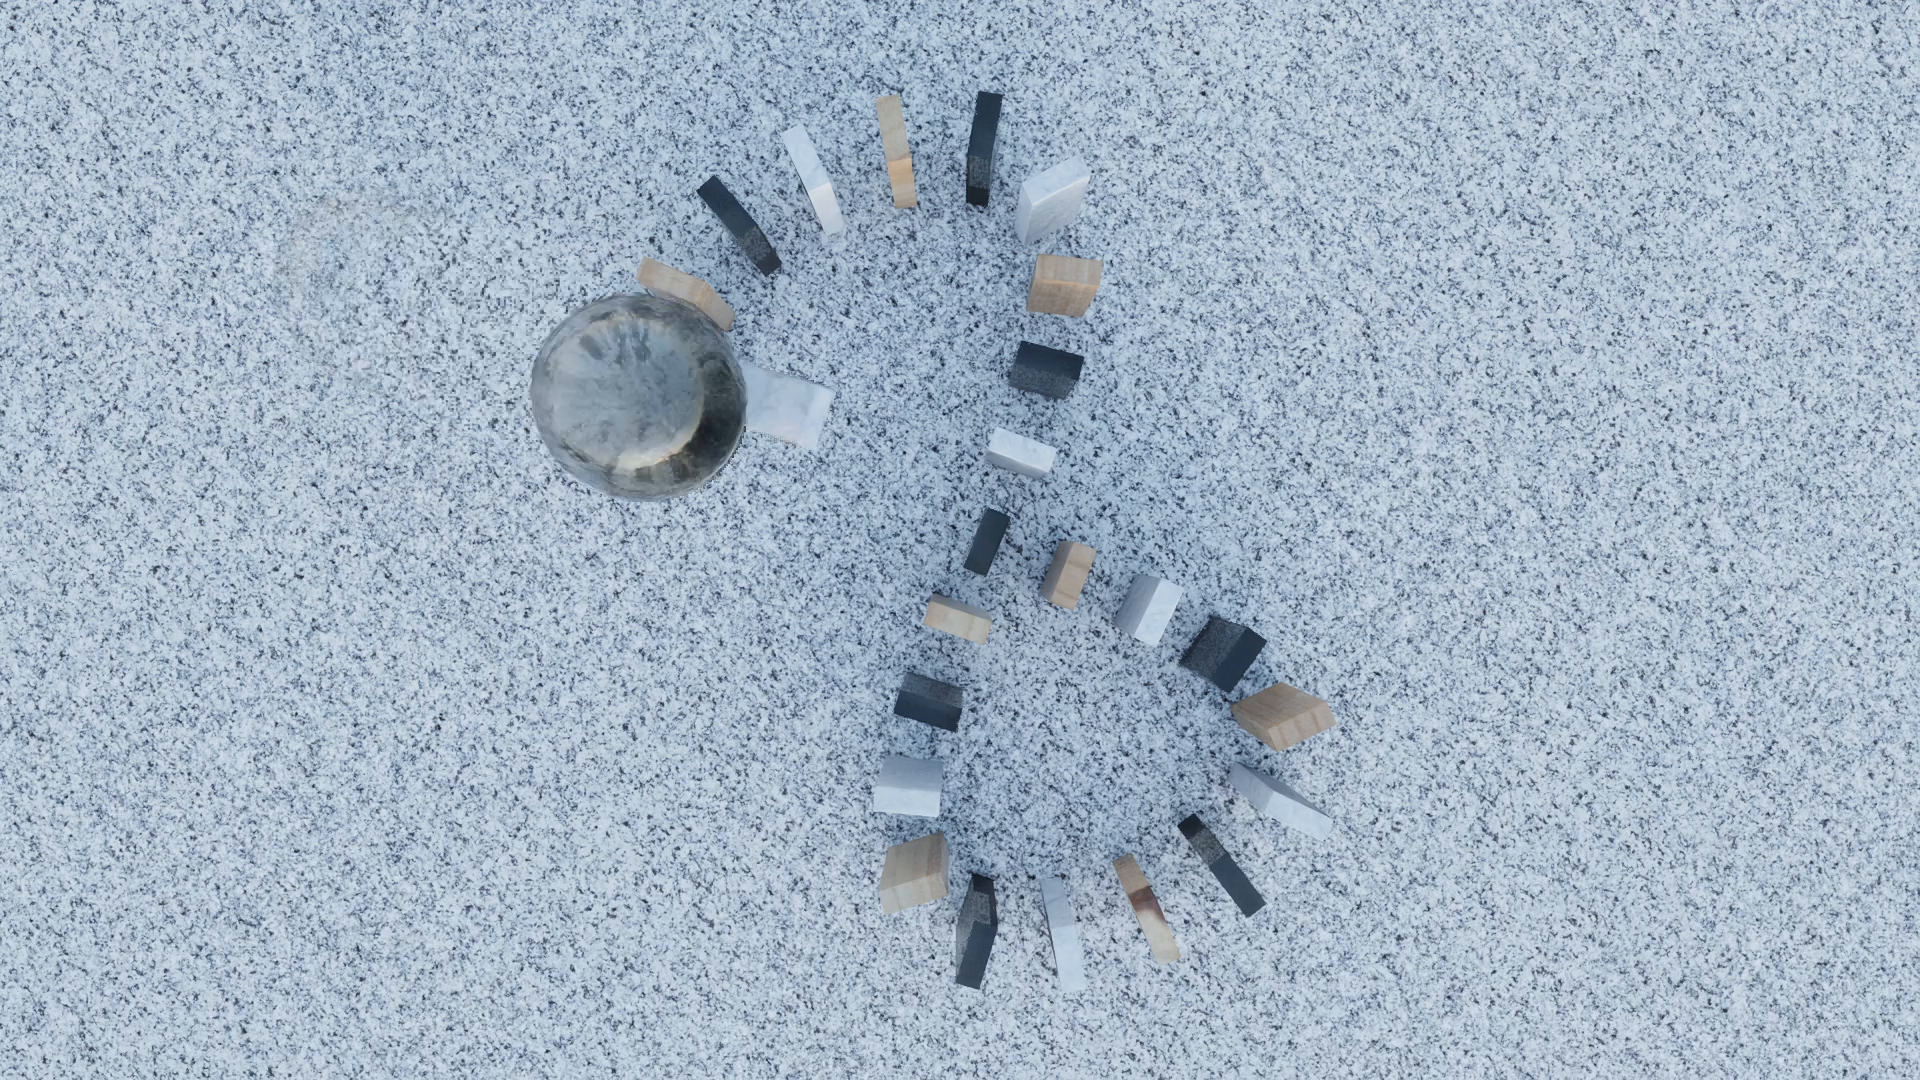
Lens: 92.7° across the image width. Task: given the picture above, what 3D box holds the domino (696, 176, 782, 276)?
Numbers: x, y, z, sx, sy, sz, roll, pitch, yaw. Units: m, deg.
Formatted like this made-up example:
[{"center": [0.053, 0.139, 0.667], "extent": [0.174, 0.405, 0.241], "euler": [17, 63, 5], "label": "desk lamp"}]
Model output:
[{"center": [-0.089, -0.127, 0.375], "extent": [0.010, 0.050, 0.025], "euler": [-41, 90, 0], "label": "domino"}]

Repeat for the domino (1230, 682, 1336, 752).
[{"center": [0.131, 0.071, 0.375], "extent": [0.025, 0.050, 0.009], "euler": [-25, 90, 0], "label": "domino"}]

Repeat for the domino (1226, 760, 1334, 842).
[{"center": [0.130, 0.106, 0.375], "extent": [0.025, 0.050, 0.010], "euler": [26, 90, 0], "label": "domino"}]

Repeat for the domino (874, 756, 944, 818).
[{"center": [-0.020, 0.100, 0.375], "extent": [0.025, 0.050, 0.010], "euler": [6, 90, 0], "label": "domino"}]

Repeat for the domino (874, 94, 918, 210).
[{"center": [-0.026, -0.157, 0.375], "extent": [0.009, 0.050, 0.025], "euler": [-11, 90, 0], "label": "domino"}]

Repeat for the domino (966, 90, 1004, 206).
[{"center": [0.010, -0.159, 0.375], "extent": [0.010, 0.050, 0.025], "euler": [10, 90, 0], "label": "domino"}]

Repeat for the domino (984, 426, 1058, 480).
[{"center": [0.024, -0.035, 0.375], "extent": [0.025, 0.050, 0.009], "euler": [20, 90, 0], "label": "domino"}]

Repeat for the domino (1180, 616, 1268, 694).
[{"center": [0.106, 0.046, 0.375], "extent": [0.010, 0.050, 0.025], "euler": [36, 90, 0], "label": "domino"}]

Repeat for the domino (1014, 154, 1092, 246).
[{"center": [0.037, -0.138, 0.375], "extent": [0.025, 0.050, 0.009], "euler": [-27, 90, 0], "label": "domino"}]

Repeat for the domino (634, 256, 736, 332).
[{"center": [-0.111, -0.099, 0.375], "extent": [0.025, 0.050, 0.009], "euler": [23, 90, 0], "label": "domino"}]

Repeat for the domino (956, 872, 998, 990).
[{"center": [0.006, 0.159, 0.375], "extent": [0.010, 0.050, 0.025], "euler": [17, 90, 0], "label": "domino"}]

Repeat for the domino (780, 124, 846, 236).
[{"center": [-0.059, -0.146, 0.375], "extent": [0.009, 0.050, 0.025], "euler": [-25, 90, 0], "label": "domino"}]

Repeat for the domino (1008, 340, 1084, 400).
[{"center": [0.034, -0.069, 0.375], "extent": [0.025, 0.050, 0.010], "euler": [15, 90, 0], "label": "domino"}]

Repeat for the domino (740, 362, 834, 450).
[{"center": [-0.077, -0.056, 0.381], "extent": [0.050, 0.010, 0.025], "euler": [21, 92, 36], "label": "domino"}]

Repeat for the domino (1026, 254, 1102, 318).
[{"center": [0.042, -0.103, 0.375], "extent": [0.025, 0.050, 0.010], "euler": [7, 90, 0], "label": "domino"}]

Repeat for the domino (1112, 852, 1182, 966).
[{"center": [0.075, 0.150, 0.375], "extent": [0.009, 0.050, 0.025], "euler": [-23, 90, 0], "label": "domino"}]

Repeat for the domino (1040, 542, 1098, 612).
[{"center": [0.043, 0.014, 0.375], "extent": [0.010, 0.050, 0.025], "euler": [22, 90, 0], "label": "domino"}]

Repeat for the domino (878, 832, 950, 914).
[{"center": [-0.018, 0.135, 0.375], "extent": [0.025, 0.050, 0.010], "euler": [-17, 90, 0], "label": "domino"}]

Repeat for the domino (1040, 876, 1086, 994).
[{"center": [0.042, 0.160, 0.375], "extent": [0.010, 0.050, 0.025], "euler": [-10, 90, 0], "label": "domino"}]

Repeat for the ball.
[{"center": [-0.125, -0.055, 0.360], "extent": [0.080, 0.080, 0.080], "euler": [0, 90, 0], "label": "ball"}]

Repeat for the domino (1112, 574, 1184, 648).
[{"center": [0.076, 0.028, 0.375], "extent": [0.010, 0.050, 0.025], "euler": [26, 90, 0], "label": "domino"}]

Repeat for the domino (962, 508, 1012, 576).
[{"center": [0.010, 0.001, 0.375], "extent": [0.009, 0.050, 0.025], "euler": [23, 90, 0], "label": "domino"}]

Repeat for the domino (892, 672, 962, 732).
[{"center": [-0.012, 0.065, 0.375], "extent": [0.025, 0.050, 0.009], "euler": [17, 90, 0], "label": "domino"}]

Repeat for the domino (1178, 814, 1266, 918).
[{"center": [0.106, 0.132, 0.375], "extent": [0.010, 0.050, 0.025], "euler": [-37, 90, 0], "label": "domino"}]

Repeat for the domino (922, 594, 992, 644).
[{"center": [-0.001, 0.032, 0.375], "extent": [0.025, 0.050, 0.009], "euler": [19, 90, 0], "label": "domino"}]
